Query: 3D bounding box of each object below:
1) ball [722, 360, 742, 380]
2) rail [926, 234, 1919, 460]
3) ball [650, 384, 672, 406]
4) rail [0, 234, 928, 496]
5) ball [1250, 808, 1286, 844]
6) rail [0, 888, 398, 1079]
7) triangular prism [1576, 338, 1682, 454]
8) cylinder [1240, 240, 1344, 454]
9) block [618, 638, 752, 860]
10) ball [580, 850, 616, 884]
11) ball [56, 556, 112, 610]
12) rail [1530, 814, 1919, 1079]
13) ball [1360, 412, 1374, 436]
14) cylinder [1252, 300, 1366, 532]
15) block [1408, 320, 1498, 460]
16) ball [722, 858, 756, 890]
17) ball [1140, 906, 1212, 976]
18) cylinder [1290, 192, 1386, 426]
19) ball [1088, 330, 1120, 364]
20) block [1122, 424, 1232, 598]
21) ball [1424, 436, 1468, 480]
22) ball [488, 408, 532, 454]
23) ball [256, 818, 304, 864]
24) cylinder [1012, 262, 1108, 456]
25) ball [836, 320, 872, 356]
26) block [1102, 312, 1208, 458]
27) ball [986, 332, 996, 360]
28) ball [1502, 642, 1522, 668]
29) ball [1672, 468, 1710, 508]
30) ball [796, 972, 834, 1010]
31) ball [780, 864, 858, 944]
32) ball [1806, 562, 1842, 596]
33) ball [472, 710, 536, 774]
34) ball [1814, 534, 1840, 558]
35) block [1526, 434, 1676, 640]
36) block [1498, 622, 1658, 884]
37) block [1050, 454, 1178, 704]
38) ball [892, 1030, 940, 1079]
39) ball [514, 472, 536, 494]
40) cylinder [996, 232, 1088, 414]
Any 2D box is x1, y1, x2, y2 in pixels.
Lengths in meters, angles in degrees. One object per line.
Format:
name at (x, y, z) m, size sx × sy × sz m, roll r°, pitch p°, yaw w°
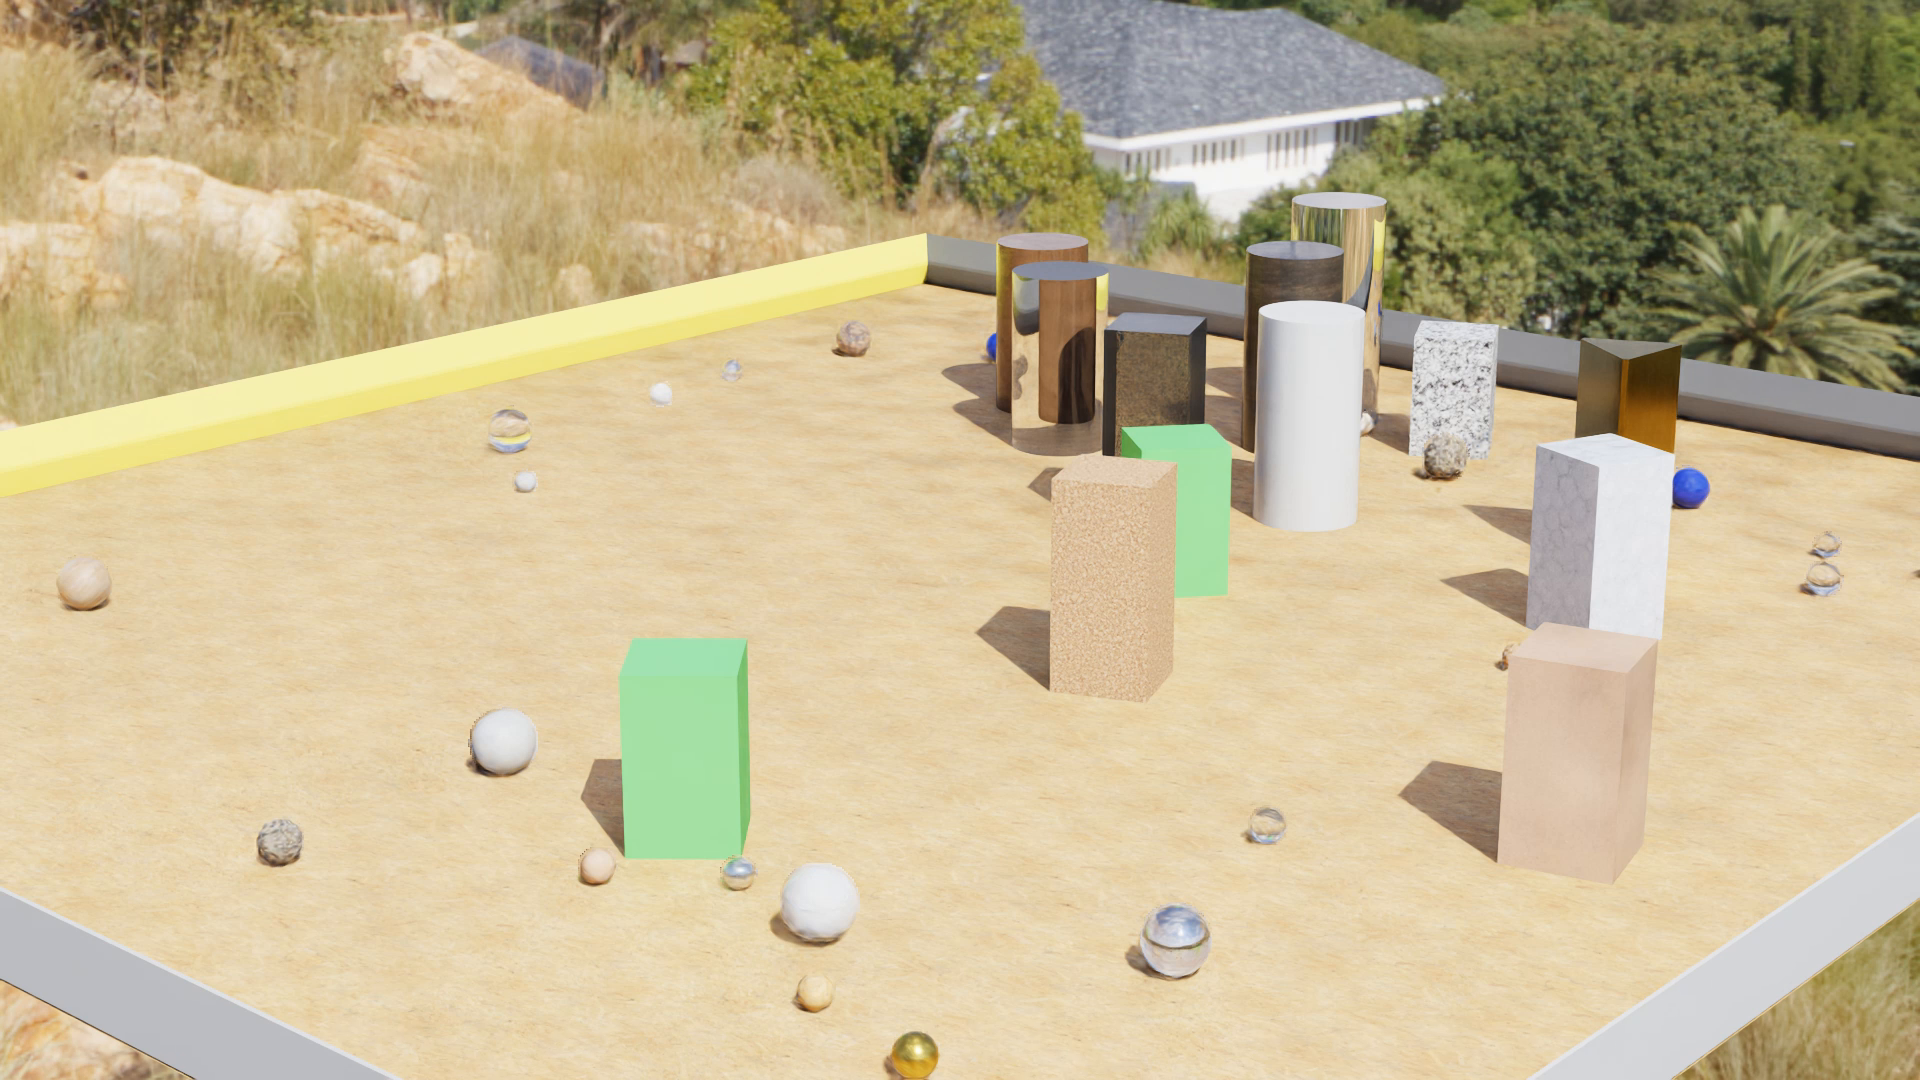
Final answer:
ball at (-0.517, -0.384, 6.647) m, size 0.048 × 0.048 × 0.048 m, roll 0°, pitch 17°, yaw 0°
rail at (1.272, -0.390, 6.522) m, size 3.645 × 0.129 × 0.045 m, roll 14°, pitch 22°, yaw 39°
ball at (-0.655, -0.318, 6.422) m, size 0.051 × 0.051 × 0.051 m, roll 0°, pitch 17°, yaw 0°
rail at (-1.358, -0.308, 6.249) m, size 0.045 × 0.129 × 3.927 m, roll 14°, pitch 22°, yaw 39°
ball at (0.426, 0.396, 4.054) m, size 0.050 × 0.050 × 0.050 m, roll 0°, pitch 17°, yaw 0°
rail at (-1.272, 0.455, 3.717) m, size 3.645 × 0.129 × 0.045 m, roll 14°, pitch 22°, yaw 39°
triangular prism at (1.163, -0.150, 5.244) m, size 0.172 × 0.408 × 0.149 m, roll -16°, pitch 23°, yaw -42°
cylinder at (0.684, -0.393, 6.043) m, size 0.199 × 0.414 × 0.199 m, roll 0°, pitch 17°, yaw 0°
block at (-0.377, 0.286, 4.044) m, size 0.159 × 0.265 × 0.159 m, roll 0°, pitch 17°, yaw 1°
ball at (-0.484, 0.437, 3.921) m, size 0.047 × 0.047 × 0.047 m, roll 0°, pitch 17°, yaw 0°
ball at (-1.509, 0.074, 5.051) m, size 0.091 × 0.091 × 0.091 m, roll 0°, pitch 17°, yaw 0°
rail at (1.358, 0.372, 3.991) m, size 0.045 × 0.129 × 3.927 m, roll 14°, pitch 22°, yaw 39°
ball at (0.844, -0.244, 6.174) m, size 0.052 × 0.052 × 0.052 m, roll 0°, pitch 17°, yaw 0°
cylinder at (0.659, -0.236, 5.544) m, size 0.199 × 0.400 × 0.199 m, roll 0°, pitch 17°, yaw 0°
block at (1.020, -0.310, 6.051) m, size 0.159 × 0.249 × 0.159 m, roll 4°, pitch 17°, yaw 13°
ball at (-0.294, 0.444, 3.904) m, size 0.043 × 0.043 × 0.043 m, roll 0°, pitch 17°, yaw 0°
ball at (0.269, 0.499, 3.646) m, size 0.088 × 0.088 × 0.088 m, roll 0°, pitch 17°, yaw 0°
cylinder at (0.799, -0.486, 6.241) m, size 0.199 × 0.477 × 0.199 m, roll 0°, pitch 17°, yaw 0°
ball at (0.333, -0.448, 6.803) m, size 0.079 × 0.079 × 0.079 m, roll 0°, pitch 17°, yaw 0°
block at (0.377, -0.051, 5.157) m, size 0.159 × 0.269 × 0.159 m, roll -3°, pitch 17°, yaw -9°
ball at (0.968, -0.164, 5.848) m, size 0.087 × 0.087 × 0.087 m, roll 0°, pitch 17°, yaw 0°
ball at (-0.927, -0.225, 6.041) m, size 0.093 × 0.093 × 0.093 m, roll 0°, pitch 17°, yaw 0°
ball at (-0.924, 0.410, 3.986) m, size 0.062 × 0.062 × 0.062 m, roll 0°, pitch 17°, yaw 0°
cylinder at (0.206, -0.376, 6.065) m, size 0.199 × 0.368 × 0.199 m, roll 0°, pitch 17°, yaw 0°
ball at (-0.249, -0.473, 6.883) m, size 0.082 × 0.082 × 0.082 m, roll 0°, pitch 17°, yaw 0°
block at (0.363, -0.214, 5.483) m, size 0.159 × 0.392 × 0.159 m, roll 5°, pitch 17°, yaw 16°
ball at (0.095, -0.450, 6.823) m, size 0.071 × 0.071 × 0.071 m, roll 0°, pitch 17°, yaw 0°
ball at (0.901, 0.189, 4.744) m, size 0.047 × 0.047 × 0.047 m, roll 0°, pitch 17°, yaw 0°
ball at (1.404, -0.100, 5.648) m, size 0.079 × 0.079 × 0.079 m, roll 0°, pitch 17°, yaw 0°
ball at (-0.175, 0.548, 3.556) m, size 0.046 × 0.046 × 0.046 m, roll 0°, pitch 17°, yaw 0°
ball at (-0.179, 0.464, 3.741) m, size 0.099 × 0.099 × 0.099 m, roll 0°, pitch 17°, yaw 0°
ball at (1.511, 0.068, 5.127) m, size 0.059 × 0.059 × 0.059 m, roll 0°, pitch 17°, yaw 0°
ball at (-0.670, 0.297, 4.304) m, size 0.095 × 0.095 × 0.095 m, roll 0°, pitch 17°, yaw 0°
ball at (1.581, 0.011, 5.343) m, size 0.044 × 0.044 × 0.044 m, roll 0°, pitch 17°, yaw 0°
block at (1.065, 0.004, 4.887) m, size 0.159 × 0.320 × 0.159 m, roll -9°, pitch 19°, yaw -27°
block at (0.838, 0.287, 3.981) m, size 0.159 × 0.300 × 0.159 m, roll 8°, pitch 19°, yaw 26°
block at (0.244, 0.059, 4.650) m, size 0.159 × 0.351 × 0.159 m, roll 6°, pitch 18°, yaw 18°
ball at (-0.052, 0.595, 3.383) m, size 0.056 × 0.056 × 0.056 m, roll 0°, pitch 17°, yaw 0°
ball at (-0.854, -0.113, 5.757) m, size 0.041 × 0.041 × 0.041 m, roll 0°, pitch 17°, yaw 0°
cylinder at (0.178, -0.470, 6.383) m, size 0.199 × 0.365 × 0.199 m, roll 0°, pitch 17°, yaw 0°
